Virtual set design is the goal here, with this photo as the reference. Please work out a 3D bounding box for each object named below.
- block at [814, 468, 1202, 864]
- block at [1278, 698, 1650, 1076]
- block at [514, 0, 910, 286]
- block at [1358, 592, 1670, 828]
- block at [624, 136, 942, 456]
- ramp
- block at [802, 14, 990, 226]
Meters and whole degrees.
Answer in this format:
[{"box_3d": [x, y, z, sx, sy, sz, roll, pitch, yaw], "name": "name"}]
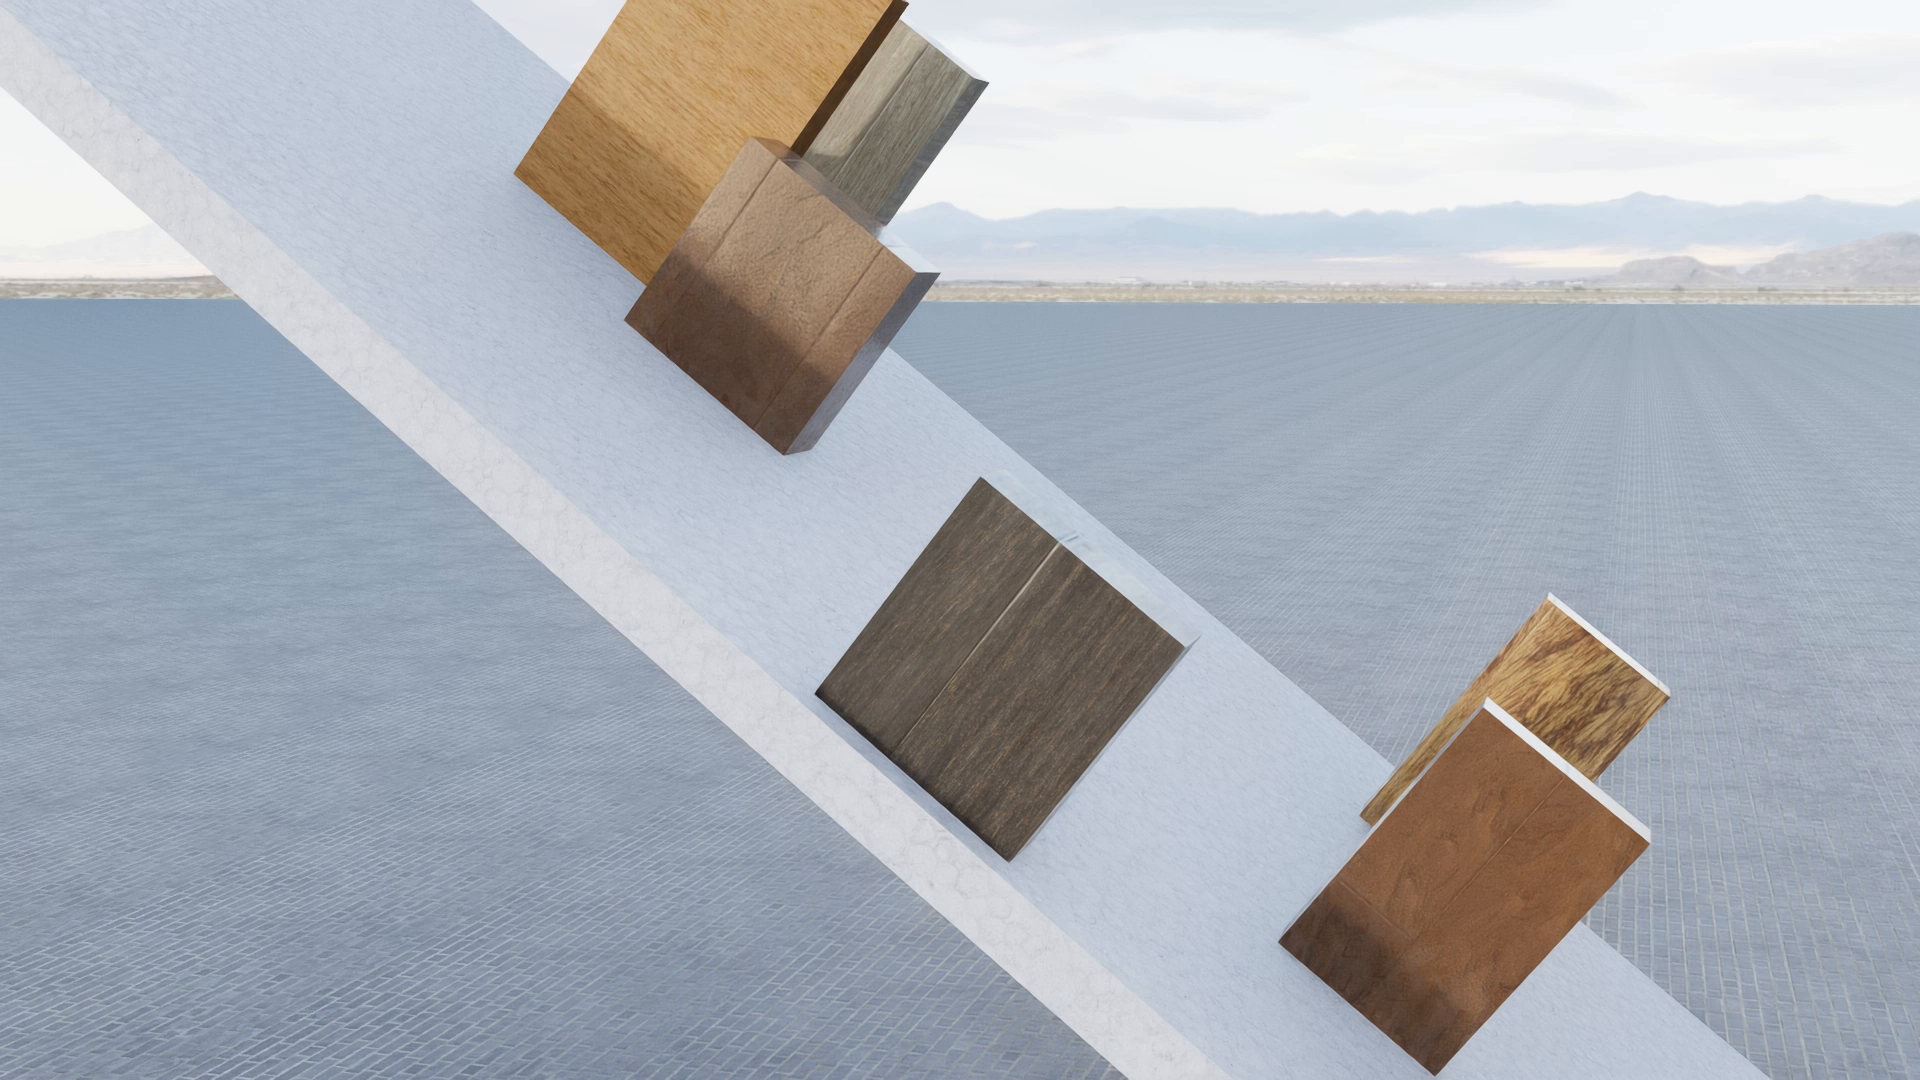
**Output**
[{"box_3d": [0.066, 0.175, 3.106, 0.366, 0.403, 0.121, 40, 16, 9], "name": "block"}, {"box_3d": [0.783, 0.542, 3.437, 0.317, 0.503, 0.086, 40, 16, 9], "name": "block"}, {"box_3d": [-0.486, -0.864, 4.225, 0.436, 0.730, 0.088, 40, 16, 9], "name": "block"}, {"box_3d": [1.082, 0.417, 4.308, 0.292, 0.569, 0.096, 40, 16, 9], "name": "block"}, {"box_3d": [-0.322, -0.440, 3.976, 0.391, 0.412, 0.142, 40, 16, 9], "name": "block"}, {"box_3d": [-0.034, 0.088, 4.055, 4.000, 0.100, 2.000, 40, 16, 9], "name": "ramp"}, {"box_3d": [-0.305, -0.872, 4.799, 0.435, 0.641, 0.122, 40, 16, 9], "name": "block"}]
